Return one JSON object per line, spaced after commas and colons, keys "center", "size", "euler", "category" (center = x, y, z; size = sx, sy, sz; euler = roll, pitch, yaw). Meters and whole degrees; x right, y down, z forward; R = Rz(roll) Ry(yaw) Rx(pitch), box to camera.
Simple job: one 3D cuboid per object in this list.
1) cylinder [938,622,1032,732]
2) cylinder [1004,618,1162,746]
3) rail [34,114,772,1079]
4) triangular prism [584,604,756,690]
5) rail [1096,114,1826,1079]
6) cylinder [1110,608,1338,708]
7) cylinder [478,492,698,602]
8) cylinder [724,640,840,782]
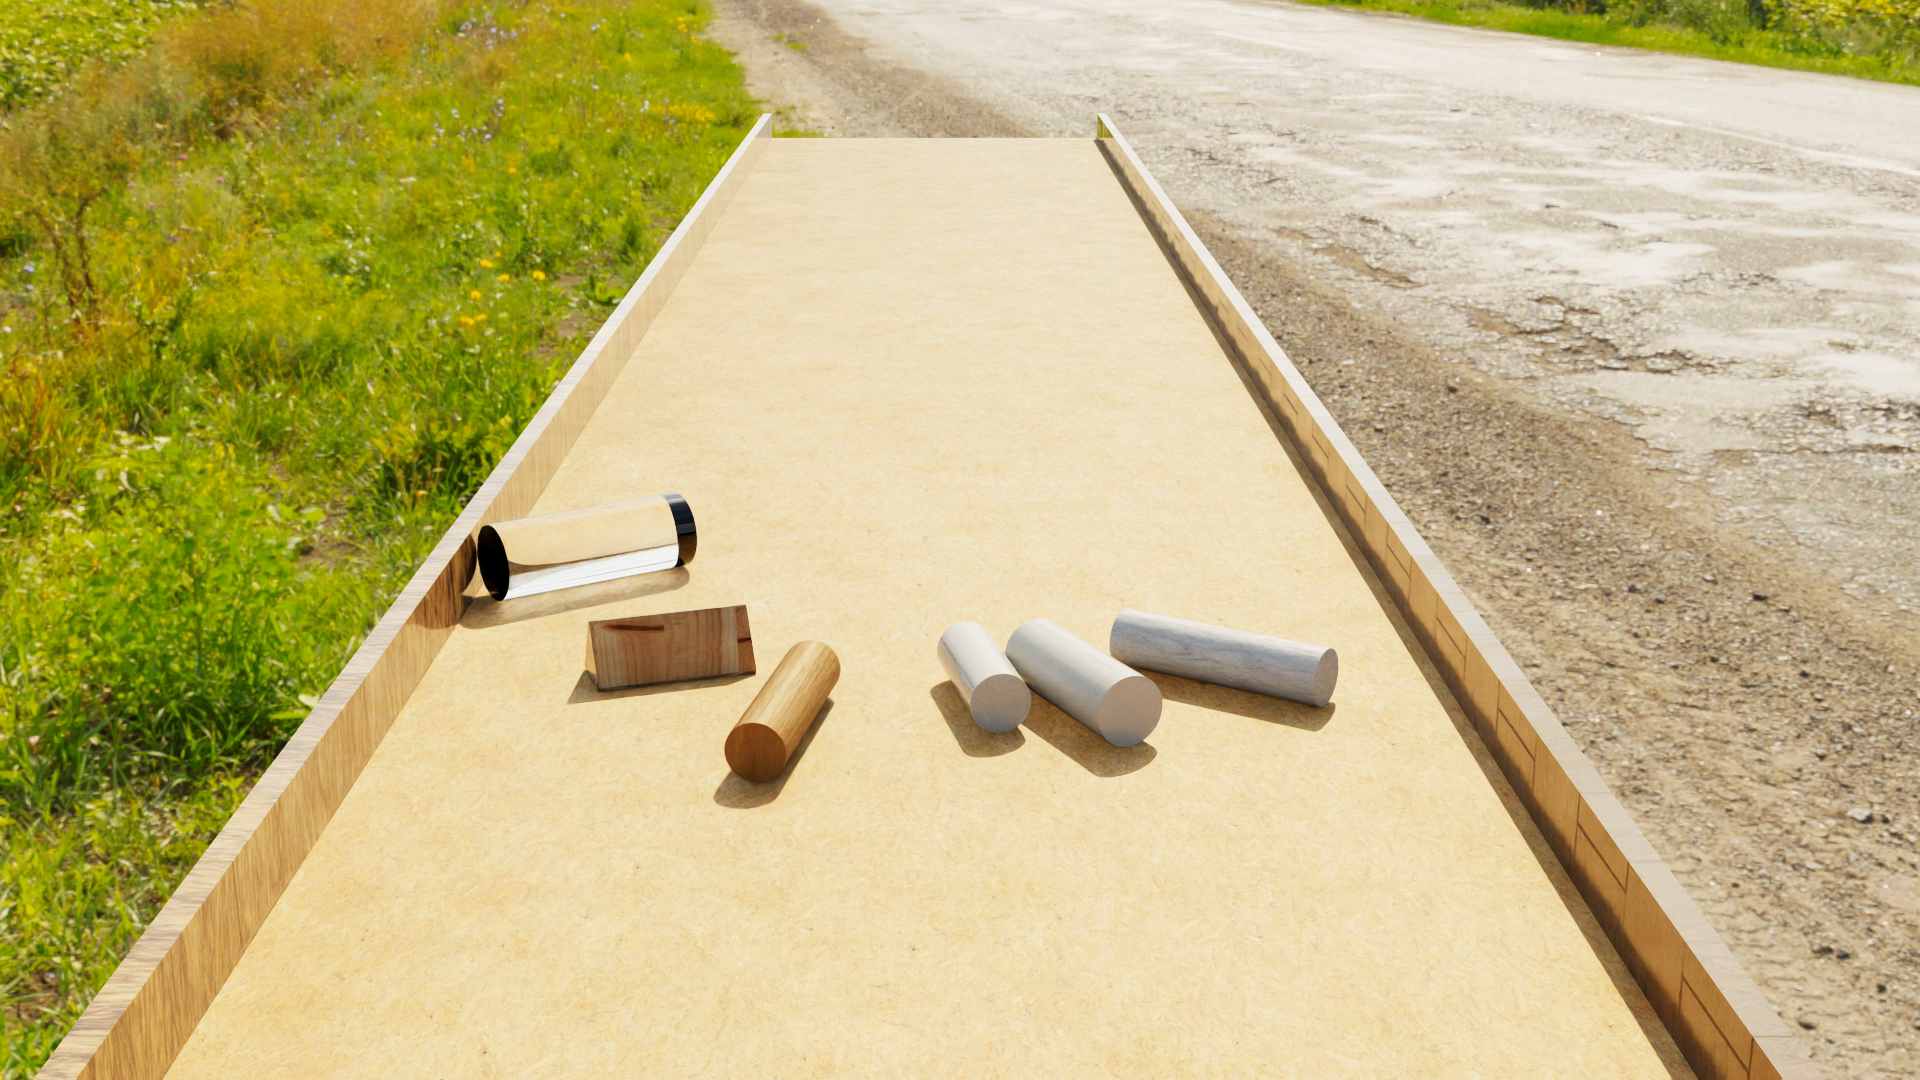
{"center": [0.043, 0.256, 4.162], "size": [0.115, 0.115, 0.303], "euler": [-3, 17, -12], "category": "cylinder"}
{"center": [0.226, 0.262, 4.110], "size": [0.135, 0.135, 0.362], "euler": [-8, 18, -25], "category": "cylinder"}
{"center": [-1.118, -0.838, 7.780], "size": [0.050, 0.150, 12.000], "euler": [0, 17, -1], "category": "rail"}
{"center": [-0.573, 0.199, 4.333], "size": [0.314, 0.121, 0.140], "euler": [-6, 17, -19], "category": "triangular prism"}
{"center": [0.932, -0.844, 7.801], "size": [0.050, 0.150, 12.000], "euler": [0, 17, -1], "category": "rail"}
{"center": [0.509, 0.226, 4.268], "size": [0.438, 0.114, 0.114], "euler": [11, 20, 32], "category": "cylinder"}
{"center": [-0.826, 0.012, 4.890], "size": [0.455, 0.169, 0.169], "euler": [-11, 20, -34], "category": "cylinder"}
{"center": [-0.318, 0.306, 4.005], "size": [0.111, 0.111, 0.438], "euler": [3, 17, 9], "category": "cylinder"}
